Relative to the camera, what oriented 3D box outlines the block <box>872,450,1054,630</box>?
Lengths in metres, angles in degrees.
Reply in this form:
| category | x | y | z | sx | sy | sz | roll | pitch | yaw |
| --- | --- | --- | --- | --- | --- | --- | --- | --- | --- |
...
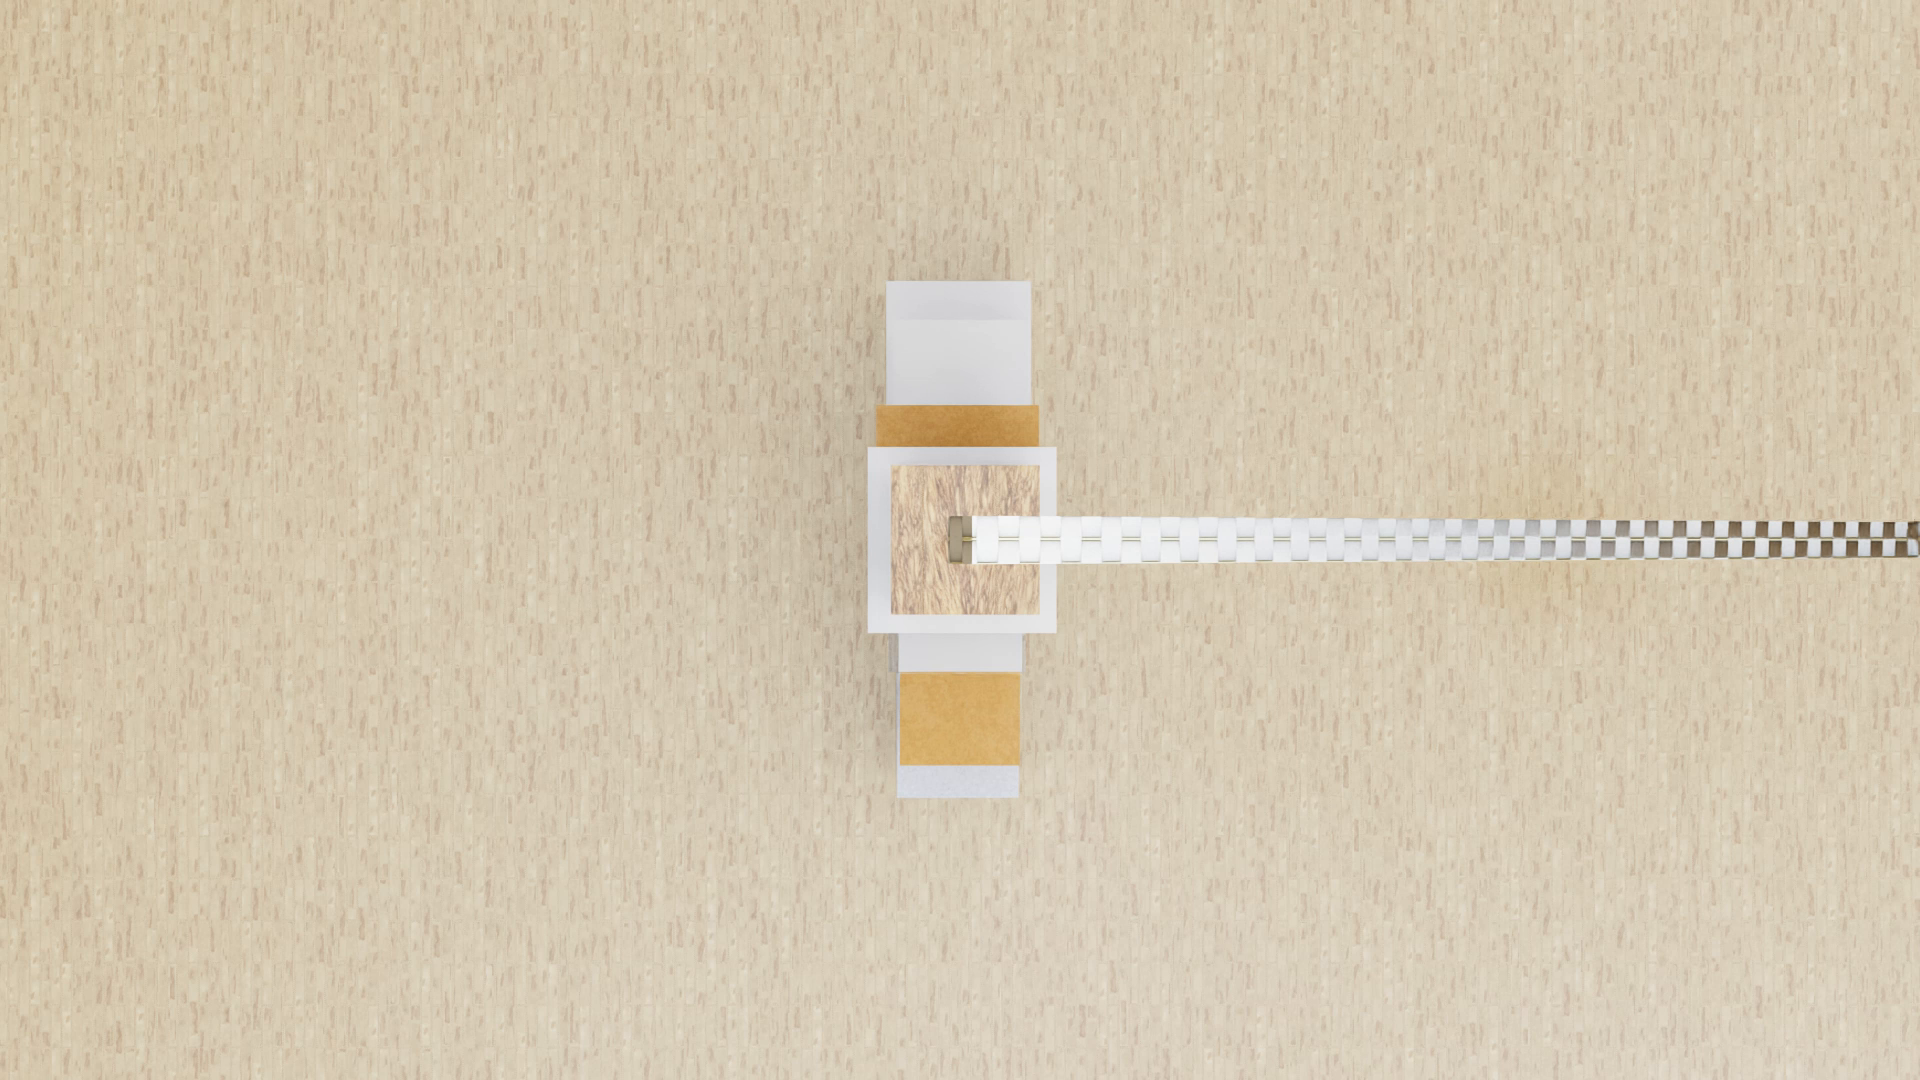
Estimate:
| category | x | y | z | sx | sy | sz | roll | pitch | yaw |
| --- | --- | --- | --- | --- | --- | --- | --- | --- | --- |
| block | 0.009 | 0.000 | 8.403 | 0.665 | 0.768 | 0.664 | 0 | 90 | 0 |

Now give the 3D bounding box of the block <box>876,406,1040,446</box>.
| category | x | y | z | sx | sy | sz | roll | pitch | yaw |
| --- | --- | --- | --- | --- | --- | --- | --- | --- | --- |
| block | -0.011 | -0.302 | 10.793 | 0.768 | 0.797 | 0.671 | 0 | 90 | 0 |

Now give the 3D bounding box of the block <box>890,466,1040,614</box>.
| category | x | y | z | sx | sy | sz | roll | pitch | yaw |
| --- | --- | --- | --- | --- | --- | --- | --- | --- | --- |
| block | 0.018 | 0.000 | 7.743 | 0.505 | 0.553 | 0.508 | 0 | 90 | 0 |

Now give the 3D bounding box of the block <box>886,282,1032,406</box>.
| category | x | y | z | sx | sy | sz | roll | pitch | yaw |
| --- | --- | --- | --- | --- | --- | --- | --- | --- | --- |
| block | -0.007 | -1.086 | 12.629 | 0.806 | 0.743 | 0.712 | 0 | 90 | 0 |

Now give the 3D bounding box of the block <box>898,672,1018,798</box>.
| category | x | y | z | sx | sy | sz | roll | pitch | yaw |
| --- | --- | --- | --- | --- | --- | --- | --- | --- | --- |
| block | -0.011 | 1.092 | 12.656 | 0.682 | 0.687 | 0.700 | 0 | 90 | 0 |

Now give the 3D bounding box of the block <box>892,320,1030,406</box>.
| category | x | y | z | sx | sy | sz | roll | pitch | yaw |
| --- | --- | --- | --- | --- | --- | --- | --- | --- | --- |
| block | 0.006 | -0.766 | 11.888 | 0.724 | 0.738 | 0.779 | 0 | 90 | 0 |

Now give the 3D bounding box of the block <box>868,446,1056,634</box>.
| category | x | y | z | sx | sy | sz | roll | pitch | yaw |
| --- | --- | --- | --- | --- | --- | --- | --- | --- | --- |
| block | 0.009 | 0.000 | 9.960 | 0.818 | 0.869 | 0.807 | 0 | 90 | 0 |

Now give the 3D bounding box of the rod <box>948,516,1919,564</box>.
| category | x | y | z | sx | sy | sz | roll | pitch | yaw |
| --- | --- | --- | --- | --- | --- | --- | --- | --- | --- |
| rod | 2.234 | 0.000 | 5.010 | 5.200 | 0.080 | 0.080 | 0 | 90 | -31 |

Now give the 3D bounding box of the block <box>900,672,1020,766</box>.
| category | x | y | z | sx | sy | sz | roll | pitch | yaw |
| --- | --- | --- | --- | --- | --- | --- | --- | --- | --- |
| block | -0.001 | 0.816 | 11.819 | 0.624 | 0.705 | 0.700 | 0 | 92 | 0 |

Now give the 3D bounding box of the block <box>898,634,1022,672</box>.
| category | x | y | z | sx | sy | sz | roll | pitch | yaw |
| --- | --- | --- | --- | --- | --- | --- | --- | --- | --- |
| block | 0.002 | 0.340 | 10.894 | 0.594 | 0.595 | 0.594 | 0 | 90 | 0 |

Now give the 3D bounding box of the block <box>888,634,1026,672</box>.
| category | x | y | z | sx | sy | sz | roll | pitch | yaw |
| --- | --- | --- | --- | --- | --- | --- | --- | --- | --- |
| block | -0.017 | 0.343 | 12.585 | 0.757 | 0.831 | 0.779 | 0 | 90 | 0 |
